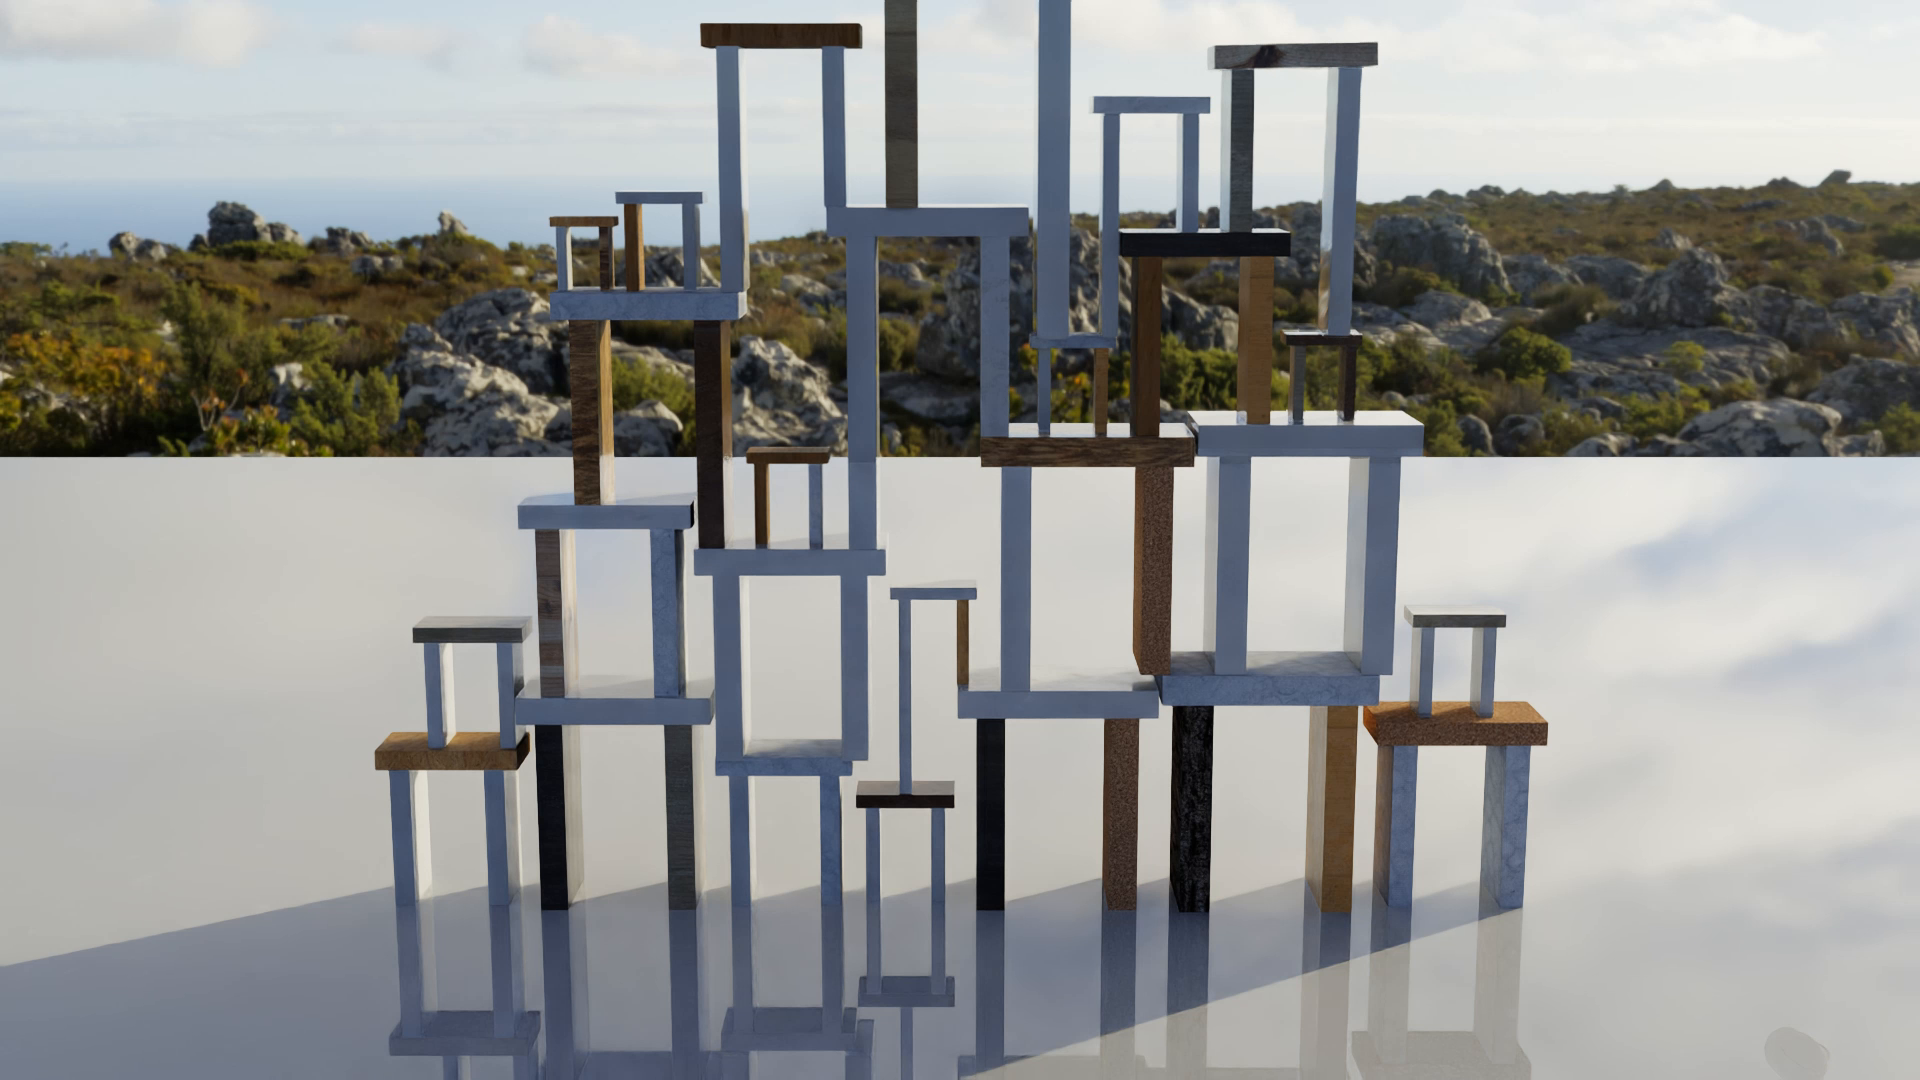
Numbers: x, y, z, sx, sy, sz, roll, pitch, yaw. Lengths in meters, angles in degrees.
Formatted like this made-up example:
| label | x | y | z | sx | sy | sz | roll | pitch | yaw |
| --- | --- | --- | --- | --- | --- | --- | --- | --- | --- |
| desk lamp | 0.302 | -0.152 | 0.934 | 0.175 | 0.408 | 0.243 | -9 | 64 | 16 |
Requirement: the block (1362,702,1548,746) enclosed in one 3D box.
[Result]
| label | x | y | z | sx | sy | sz | roll | pitch | yaw |
| --- | --- | --- | --- | --- | --- | --- | --- | --- | --- |
| block | 0.812 | 0.301 | 3.618 | 0.274 | 0.039 | 0.137 | 0 | 11 | 0 |

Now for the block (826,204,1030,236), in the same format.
| label | x | y | z | sx | sy | sz | roll | pitch | yaw |
| --- | --- | --- | --- | --- | --- | --- | --- | --- | --- |
| block | -0.050 | -0.504 | 3.464 | 0.312 | 0.044 | 0.156 | 0 | 11 | 0 |

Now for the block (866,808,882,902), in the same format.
| label | x | y | z | sx | sy | sz | roll | pitch | yaw |
| --- | --- | --- | --- | --- | --- | --- | --- | --- | --- |
| block | -0.143 | 0.511 | 3.653 | 0.023 | 0.161 | 0.081 | 0 | 11 | 0 |

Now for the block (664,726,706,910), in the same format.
| label | x | y | z | sx | sy | sz | roll | pitch | yaw |
| --- | --- | --- | --- | --- | --- | --- | --- | --- | --- |
| block | -0.454 | 0.437 | 3.639 | 0.044 | 0.312 | 0.156 | 0 | 11 | 0 |

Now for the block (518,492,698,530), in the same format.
| label | x | y | z | sx | sy | sz | roll | pitch | yaw |
| --- | --- | --- | --- | --- | --- | --- | --- | --- | --- |
| block | -0.564 | -0.049 | 3.550 | 0.274 | 0.039 | 0.137 | 0 | 11 | 0 |

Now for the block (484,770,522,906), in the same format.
| label | x | y | z | sx | sy | sz | roll | pitch | yaw |
| --- | --- | --- | --- | --- | --- | --- | --- | --- | --- |
| block | -0.757 | 0.477 | 3.648 | 0.033 | 0.230 | 0.115 | 0 | 11 | 0 |

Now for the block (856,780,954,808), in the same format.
| label | x | y | z | sx | sy | sz | roll | pitch | yaw |
| --- | --- | --- | --- | --- | --- | --- | --- | --- | --- |
| block | -0.090 | 0.421 | 3.637 | 0.161 | 0.023 | 0.081 | 0 | 11 | 0 |

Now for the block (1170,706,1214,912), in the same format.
| label | x | y | z | sx | sy | sz | roll | pitch | yaw |
| --- | --- | --- | --- | --- | --- | --- | --- | --- | --- |
| block | 0.382 | 0.420 | 3.635 | 0.049 | 0.347 | 0.173 | 0 | 11 | 0 |

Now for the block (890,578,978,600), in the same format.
| label | x | y | z | sx | sy | sz | roll | pitch | yaw |
| --- | --- | --- | --- | --- | --- | --- | --- | --- | --- |
| block | -0.042 | 0.080 | 3.571 | 0.140 | 0.020 | 0.070 | 0 | 11 | 0 |

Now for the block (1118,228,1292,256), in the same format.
| label | x | y | z | sx | sy | sz | roll | pitch | yaw |
| --- | --- | --- | --- | --- | --- | --- | --- | --- | --- |
| block | 0.382 | -0.470 | 3.471 | 0.261 | 0.037 | 0.130 | 0 | 11 | 0 |

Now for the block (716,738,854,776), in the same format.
| label | x | y | z | sx | sy | sz | roll | pitch | yaw |
| --- | --- | --- | --- | --- | --- | --- | --- | --- | --- |
| block | -0.286 | 0.358 | 3.621 | 0.221 | 0.031 | 0.111 | 0 | 11 | 0 |

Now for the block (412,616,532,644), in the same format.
| label | x | y | z | sx | sy | sz | roll | pitch | yaw |
| --- | --- | --- | --- | --- | --- | --- | --- | --- | --- |
| block | -0.794 | 0.146 | 3.586 | 0.176 | 0.025 | 0.088 | 0 | 11 | 0 |

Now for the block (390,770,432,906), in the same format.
| label | x | y | z | sx | sy | sz | roll | pitch | yaw |
| --- | --- | --- | --- | --- | --- | --- | --- | --- | --- |
| block | -0.911 | 0.477 | 3.648 | 0.033 | 0.230 | 0.115 | 0 | 11 | 0 |

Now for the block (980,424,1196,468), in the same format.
| label | x | y | z | sx | sy | sz | roll | pitch | yaw |
| --- | --- | --- | --- | --- | --- | --- | --- | --- | --- |
| block | 0.201 | -0.153 | 3.534 | 0.336 | 0.048 | 0.168 | 0 | 11 | 0 |

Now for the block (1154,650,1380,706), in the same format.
| label | x | y | z | sx | sy | sz | roll | pitch | yaw |
| --- | --- | --- | --- | --- | --- | --- | --- | --- | --- |
| block | 0.497 | 0.226 | 3.599 | 0.346 | 0.049 | 0.173 | 0 | 11 | 0 |

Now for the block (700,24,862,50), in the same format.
| label | x | y | z | sx | sy | sz | roll | pitch | yaw |
| --- | --- | --- | --- | --- | --- | --- | --- | --- | --- |
| block | -0.275 | -0.783 | 3.420 | 0.243 | 0.034 | 0.121 | 0 | 11 | 0 |

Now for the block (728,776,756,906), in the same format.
| label | x | y | z | sx | sy | sz | roll | pitch | yaw |
| --- | --- | --- | --- | --- | --- | --- | --- | --- | --- |
| block | -0.360 | 0.482 | 3.644 | 0.031 | 0.221 | 0.111 | 0 | 11 | 0 |

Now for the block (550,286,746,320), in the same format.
| label | x | y | z | sx | sy | sz | roll | pitch | yaw |
| --- | --- | --- | --- | --- | --- | --- | --- | --- | --- |
| block | -0.492 | -0.376 | 3.493 | 0.293 | 0.041 | 0.146 | 0 | 11 | 0 |

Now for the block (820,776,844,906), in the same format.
| label | x | y | z | sx | sy | sz | roll | pitch | yaw |
| --- | --- | --- | --- | --- | --- | --- | --- | --- | --- |
| block | -0.212 | 0.482 | 3.645 | 0.031 | 0.221 | 0.111 | 0 | 11 | 0 |

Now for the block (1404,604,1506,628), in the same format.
| label | x | y | z | sx | sy | sz | roll | pitch | yaw |
| --- | --- | --- | --- | --- | --- | --- | --- | --- | --- |
| block | 0.807 | 0.124 | 3.586 | 0.150 | 0.021 | 0.075 | 0 | 11 | 0 |

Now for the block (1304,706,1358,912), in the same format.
| label | x | y | z | sx | sy | sz | roll | pitch | yaw |
| --- | --- | --- | --- | --- | --- | --- | --- | --- | --- |
| block | 0.613 | 0.420 | 3.635 | 0.049 | 0.347 | 0.173 | 0 | 11 | 0 |

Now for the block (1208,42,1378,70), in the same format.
| label | x | y | z | sx | sy | sz | roll | pitch | yaw |
| --- | --- | --- | --- | --- | --- | --- | --- | --- | --- |
| block | 0.514 | -0.750 | 3.412 | 0.248 | 0.035 | 0.124 | -1 | 11 | 1 |

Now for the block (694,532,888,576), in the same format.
| label | x | y | z | sx | sy | sz | roll | pitch | yaw |
| --- | --- | --- | --- | --- | --- | --- | --- | --- | --- |
| block | -0.270 | 0.022 | 3.560 | 0.304 | 0.043 | 0.152 | 0 | 11 | 0 |

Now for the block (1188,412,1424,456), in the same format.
| label | x | y | z | sx | sy | sz | roll | pitch | yaw |
| --- | --- | --- | --- | --- | --- | --- | --- | --- | --- |
| block | 0.550 | -0.171 | 3.532 | 0.353 | 0.050 | 0.176 | 0 | 11 | 0 |

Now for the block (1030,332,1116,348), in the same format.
| label | x | y | z | sx | sy | sz | roll | pitch | yaw |
| --- | --- | --- | --- | --- | --- | --- | --- | --- | --- |
| block | 0.179 | -0.318 | 3.503 | 0.135 | 0.019 | 0.067 | 0 | 10 | 0 |

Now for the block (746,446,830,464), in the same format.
| label | x | y | z | sx | sy | sz | roll | pitch | yaw |
| --- | --- | --- | --- | --- | --- | --- | --- | --- | --- |
| block | -0.275 | -0.136 | 3.532 | 0.130 | 0.018 | 0.065 | 0 | 11 | 0 |

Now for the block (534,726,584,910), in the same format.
| label | x | y | z | sx | sy | sz | roll | pitch | yaw |
| --- | --- | --- | --- | --- | --- | --- | --- | --- | --- |
| block | -0.662 | 0.437 | 3.639 | 0.044 | 0.312 | 0.156 | 0 | 11 | 0 |

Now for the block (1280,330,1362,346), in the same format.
| label | x | y | z | sx | sy | sz | roll | pitch | yaw |
| --- | --- | --- | --- | --- | --- | --- | --- | --- | --- |
| block | 0.575 | -0.322 | 3.497 | 0.120 | 0.017 | 0.060 | 0 | 12 | 0 |

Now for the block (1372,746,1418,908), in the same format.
| label | x | y | z | sx | sy | sz | roll | pitch | yaw |
| --- | --- | --- | --- | --- | --- | --- | --- | --- | --- |
| block | 0.721 | 0.455 | 3.647 | 0.039 | 0.274 | 0.137 | 0 | 11 | 0 |

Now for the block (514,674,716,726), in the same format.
| label | x | y | z | sx | sy | sz | roll | pitch | yaw |
| --- | --- | --- | --- | --- | --- | --- | --- | --- | --- |
| block | -0.558 | 0.261 | 3.607 | 0.312 | 0.044 | 0.156 | 0 | 11 | 0 |

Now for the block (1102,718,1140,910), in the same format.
| label | x | y | z | sx | sy | sz | roll | pitch | yaw |
| --- | --- | --- | --- | --- | --- | --- | --- | --- | --- |
| block | 0.265 | 0.431 | 3.640 | 0.046 | 0.323 | 0.162 | 0 | 11 | 0 |

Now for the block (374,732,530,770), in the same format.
| label | x | y | z | sx | sy | sz | roll | pitch | yaw |
| --- | --- | --- | --- | --- | --- | --- | --- | --- | --- |
| block | -0.834 | 0.347 | 3.624 | 0.230 | 0.033 | 0.115 | 0 | 11 | 0 |

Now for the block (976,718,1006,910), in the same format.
| label | x | y | z | sx | sy | sz | roll | pitch | yaw |
| --- | --- | --- | --- | --- | --- | --- | --- | --- | --- |
| block | 0.050 | 0.431 | 3.640 | 0.046 | 0.323 | 0.162 | 0 | 11 | 0 |

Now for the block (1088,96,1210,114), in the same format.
| label | x | y | z | sx | sy | sz | roll | pitch | yaw |
| --- | --- | --- | --- | --- | --- | --- | --- | --- | --- |
| block | 0.295 | -0.678 | 3.429 | 0.181 | 0.026 | 0.090 | 0 | 11 | -1 |

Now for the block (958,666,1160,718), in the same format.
| label | x | y | z | sx | sy | sz | roll | pitch | yaw |
| --- | --- | --- | --- | --- | --- | --- | --- | --- | --- |
| block | 0.158 | 0.250 | 3.607 | 0.323 | 0.046 | 0.162 | 0 | 11 | 0 |

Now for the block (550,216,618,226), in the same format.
| label | x | y | z | sx | sy | sz | roll | pitch | yaw |
| --- | --- | --- | --- | --- | --- | --- | --- | --- | --- |
| block | -0.592 | -0.502 | 3.466 | 0.101 | 0.014 | 0.050 | 0 | 11 | 0 |

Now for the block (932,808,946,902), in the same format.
| label | x | y | z | sx | sy | sz | roll | pitch | yaw |
| --- | --- | --- | --- | --- | --- | --- | --- | --- | --- |
| block | -0.036 | 0.511 | 3.653 | 0.023 | 0.161 | 0.081 | 0 | 11 | 0 |

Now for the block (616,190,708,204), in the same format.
| label | x | y | z | sx | sy | sz | roll | pitch | yaw |
| --- | --- | --- | --- | --- | --- | --- | --- | --- | --- |
| block | -0.469 | -0.539 | 3.461 | 0.136 | 0.019 | 0.068 | 0 | 11 | 0 |
